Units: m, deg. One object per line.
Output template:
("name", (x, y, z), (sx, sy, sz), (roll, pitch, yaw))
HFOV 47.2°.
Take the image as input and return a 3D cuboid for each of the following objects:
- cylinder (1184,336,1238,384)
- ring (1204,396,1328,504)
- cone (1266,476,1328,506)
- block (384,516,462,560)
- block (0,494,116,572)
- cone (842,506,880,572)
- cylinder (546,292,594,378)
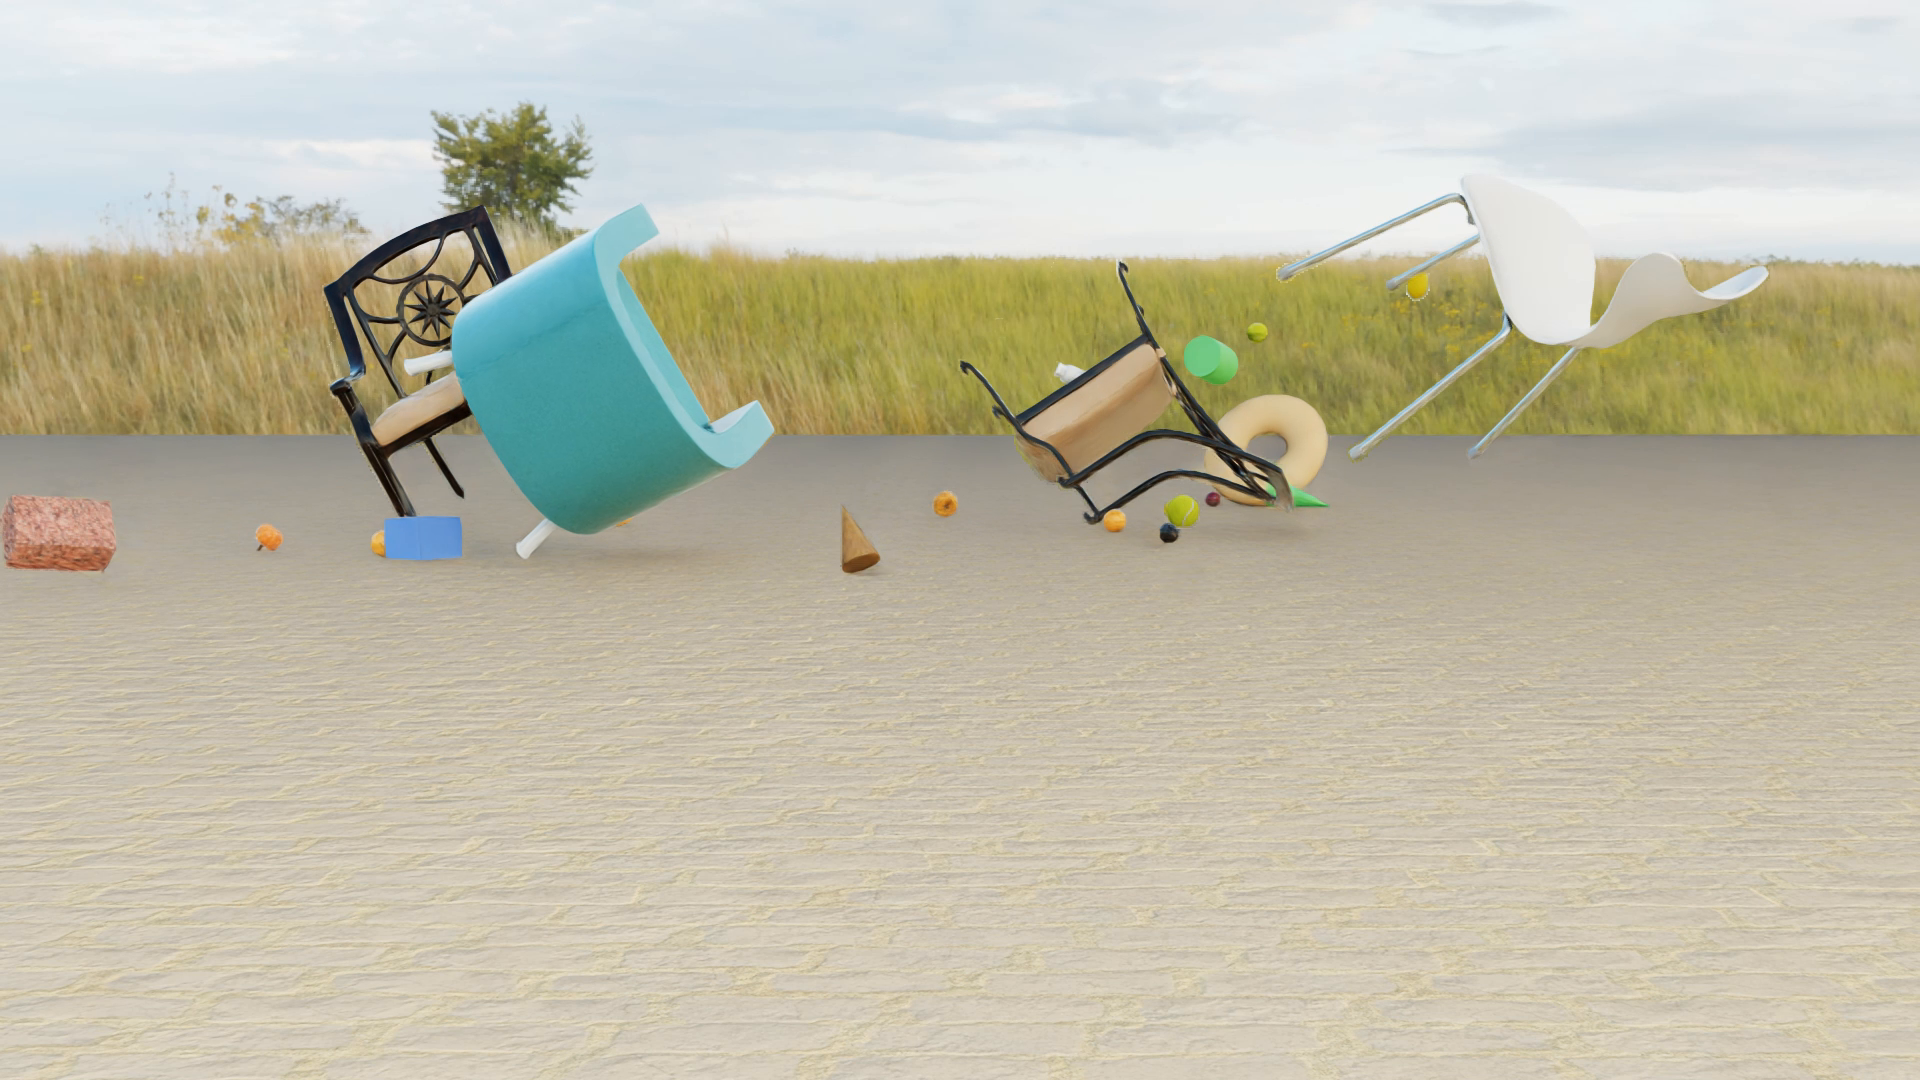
("cylinder", (0.948, -0.678, 8.304), (0.150, 0.155, 0.175), (-5, -10, 28))
("ring", (1.187, -0.350, 8.532), (0.443, 0.514, 0.129), (40, -15, 26))
("cone", (1.263, -0.152, 8.132), (0.241, 0.106, 0.151), (16, -20, 23))
("block", (-1.433, -0.006, 5.870), (0.123, 0.105, 0.157), (2, 5, 31))
("block", (-2.001, -0.014, 4.882), (0.209, 0.127, 0.099), (4, -35, -37))
("cone", (-0.265, -0.016, 5.381), (0.100, 0.164, 0.095), (-22, -22, 7))
("cylinder", (-1.108, -0.583, 6.249), (0.109, 0.219, 0.085), (-17, -18, 16))
